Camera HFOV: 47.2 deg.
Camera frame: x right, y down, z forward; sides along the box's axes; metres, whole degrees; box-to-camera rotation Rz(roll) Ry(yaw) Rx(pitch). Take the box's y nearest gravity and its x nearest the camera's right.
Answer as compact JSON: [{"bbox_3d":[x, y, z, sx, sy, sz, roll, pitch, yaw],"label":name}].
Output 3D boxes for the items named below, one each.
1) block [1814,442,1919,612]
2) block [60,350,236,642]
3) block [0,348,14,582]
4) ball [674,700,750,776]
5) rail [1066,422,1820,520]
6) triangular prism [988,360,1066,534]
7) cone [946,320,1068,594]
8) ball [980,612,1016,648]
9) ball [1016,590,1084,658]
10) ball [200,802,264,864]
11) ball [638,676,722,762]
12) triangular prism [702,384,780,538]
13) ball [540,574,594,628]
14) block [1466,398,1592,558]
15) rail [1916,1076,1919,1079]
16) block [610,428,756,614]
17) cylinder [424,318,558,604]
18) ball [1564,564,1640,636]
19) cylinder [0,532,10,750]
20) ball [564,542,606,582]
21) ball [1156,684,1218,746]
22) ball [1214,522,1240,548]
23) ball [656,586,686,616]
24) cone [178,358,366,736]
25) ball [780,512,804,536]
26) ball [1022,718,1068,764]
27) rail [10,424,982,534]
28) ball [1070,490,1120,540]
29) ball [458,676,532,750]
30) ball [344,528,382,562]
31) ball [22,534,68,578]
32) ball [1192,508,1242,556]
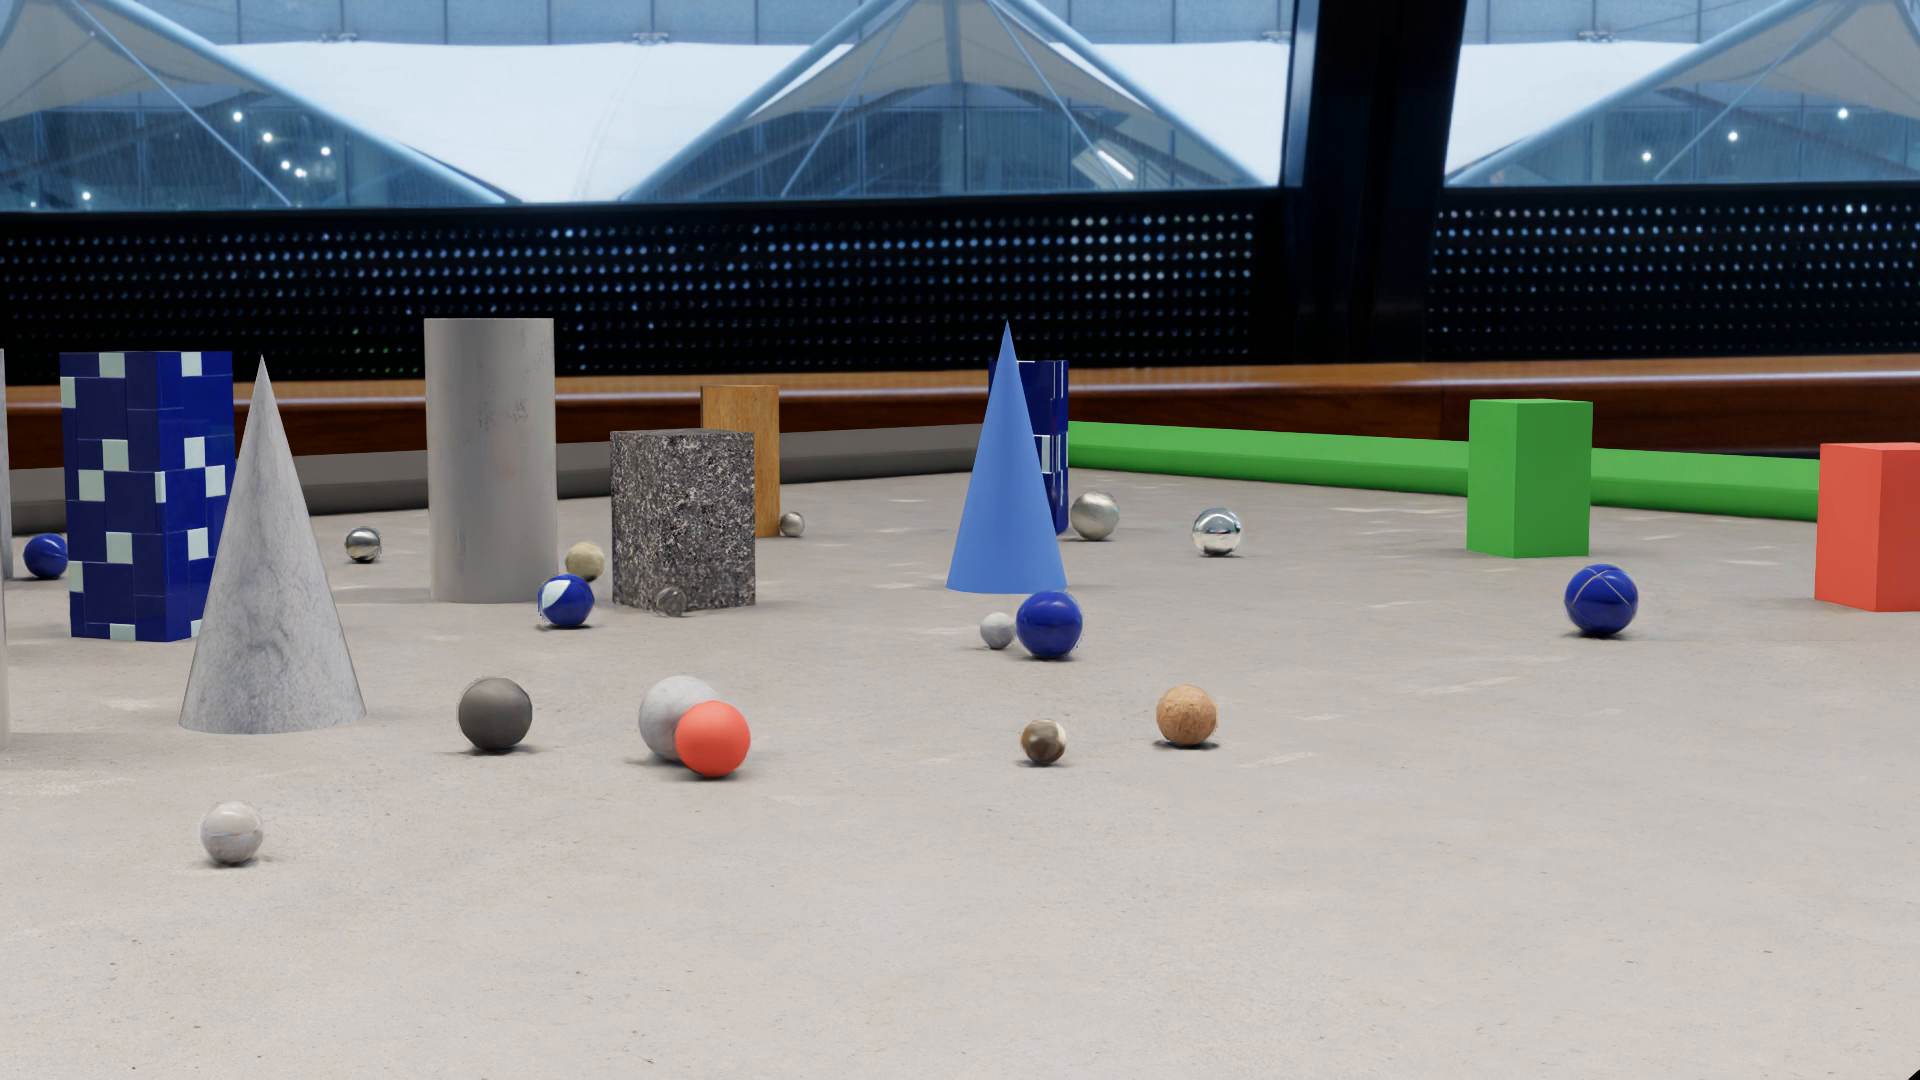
[{"bbox_3d":[1.416,-0.022,3.332,0.158,0.240,0.158,-1,6,-11],"label":"block"},{"bbox_3d":[-1.115,-0.065,3.036,0.158,0.388,0.158,2,6,19],"label":"block"},{"bbox_3d":[-1.650,-0.118,3.576,0.158,0.381,0.158,-1,6,-10],"label":"block"},{"bbox_3d":[-0.237,0.190,2.107,0.073,0.073,0.073,0,6,0],"label":"ball"},{"bbox_3d":[1.630,-0.123,4.828,0.045,0.128,4.079,-5,8,-42],"label":"rail"},{"bbox_3d":[0.170,-0.190,4.442,0.171,0.344,0.148,5,8,40],"label":"triangular prism"},{"bbox_3d":[0.076,-0.139,3.538,0.197,0.431,0.197,0,6,0],"label":"cone"},{"bbox_3d":[0.051,0.119,2.904,0.048,0.048,0.048,0,6,0],"label":"ball"},{"bbox_3d":[0.114,0.108,2.825,0.087,0.087,0.087,0,6,0],"label":"ball"},{"bbox_3d":[-0.588,0.236,1.778,0.050,0.050,0.050,0,6,0],"label":"ball"},{"bbox_3d":[-0.276,0.177,2.176,0.085,0.085,0.085,0,6,0],"label":"ball"},{"bbox_3d":[-0.469,-0.157,4.350,0.171,0.297,0.148,-5,8,-38],"label":"triangular prism"},{"bbox_3d":[-0.554,0.086,3.097,0.075,0.075,0.075,0,6,0],"label":"ball"},{"bbox_3d":[1.045,-0.116,4.041,0.158,0.279,0.158,-2,6,-18],"label":"block"},{"bbox_3d":[1.367,0.187,1.858,4.483,0.128,0.045,-5,8,-42],"label":"rail"},{"bbox_3d":[-0.420,-0.033,3.333,0.158,0.262,0.158,-4,7,-37],"label":"block"},{"bbox_3d":[-0.728,-0.128,3.424,0.197,0.432,0.197,0,6,0],"label":"cylinder"},{"bbox_3d":[0.879,0.082,3.015,0.099,0.099,0.099,0,6,0],"label":"ball"},{"bbox_3d":[-1.072,0.032,2.217,0.197,0.365,0.197,0,6,0],"label":"cylinder"},{"bbox_3d":[-0.616,0.037,3.614,0.065,0.065,0.065,0,6,0],"label":"ball"},{"bbox_3d":[0.232,0.180,2.255,0.063,0.063,0.063,0,6,0],"label":"ball"},{"bbox_3d":[0.499,-0.008,4.125,0.048,0.048,0.048,0,6,0],"label":"ball"},{"bbox_3d":[-0.421,0.090,3.204,0.044,0.044,0.044,0,6,0],"label":"ball"},{"bbox_3d":[-0.752,-0.003,2.391,0.197,0.398,0.197,0,6,0],"label":"cone"},{"bbox_3d":[-0.331,-0.032,4.338,0.051,0.051,0.051,0,6,0],"label":"ball"},{"bbox_3d":[0.083,0.198,2.165,0.045,0.045,0.045,0,6,0],"label":"ball"},{"bbox_3d":[-1.367,-0.121,4.805,4.483,0.128,0.045,-5,8,-42],"label":"rail"},{"bbox_3d":[0.262,-0.048,4.277,0.095,0.095,0.095,0,6,0],"label":"ball"},{"bbox_3d":[-0.471,0.176,2.231,0.075,0.075,0.075,0,6,0],"label":"ball"},{"bbox_3d":[-1.057,0.009,3.894,0.062,0.062,0.062,0,6,0],"label":"ball"},{"bbox_3d":[-1.518,0.027,3.659,0.075,0.075,0.075,0,6,0],"label":"ball"},{"bbox_3d":[0.467,-0.015,3.993,0.089,0.089,0.089,0,6,0],"label":"ball"}]
